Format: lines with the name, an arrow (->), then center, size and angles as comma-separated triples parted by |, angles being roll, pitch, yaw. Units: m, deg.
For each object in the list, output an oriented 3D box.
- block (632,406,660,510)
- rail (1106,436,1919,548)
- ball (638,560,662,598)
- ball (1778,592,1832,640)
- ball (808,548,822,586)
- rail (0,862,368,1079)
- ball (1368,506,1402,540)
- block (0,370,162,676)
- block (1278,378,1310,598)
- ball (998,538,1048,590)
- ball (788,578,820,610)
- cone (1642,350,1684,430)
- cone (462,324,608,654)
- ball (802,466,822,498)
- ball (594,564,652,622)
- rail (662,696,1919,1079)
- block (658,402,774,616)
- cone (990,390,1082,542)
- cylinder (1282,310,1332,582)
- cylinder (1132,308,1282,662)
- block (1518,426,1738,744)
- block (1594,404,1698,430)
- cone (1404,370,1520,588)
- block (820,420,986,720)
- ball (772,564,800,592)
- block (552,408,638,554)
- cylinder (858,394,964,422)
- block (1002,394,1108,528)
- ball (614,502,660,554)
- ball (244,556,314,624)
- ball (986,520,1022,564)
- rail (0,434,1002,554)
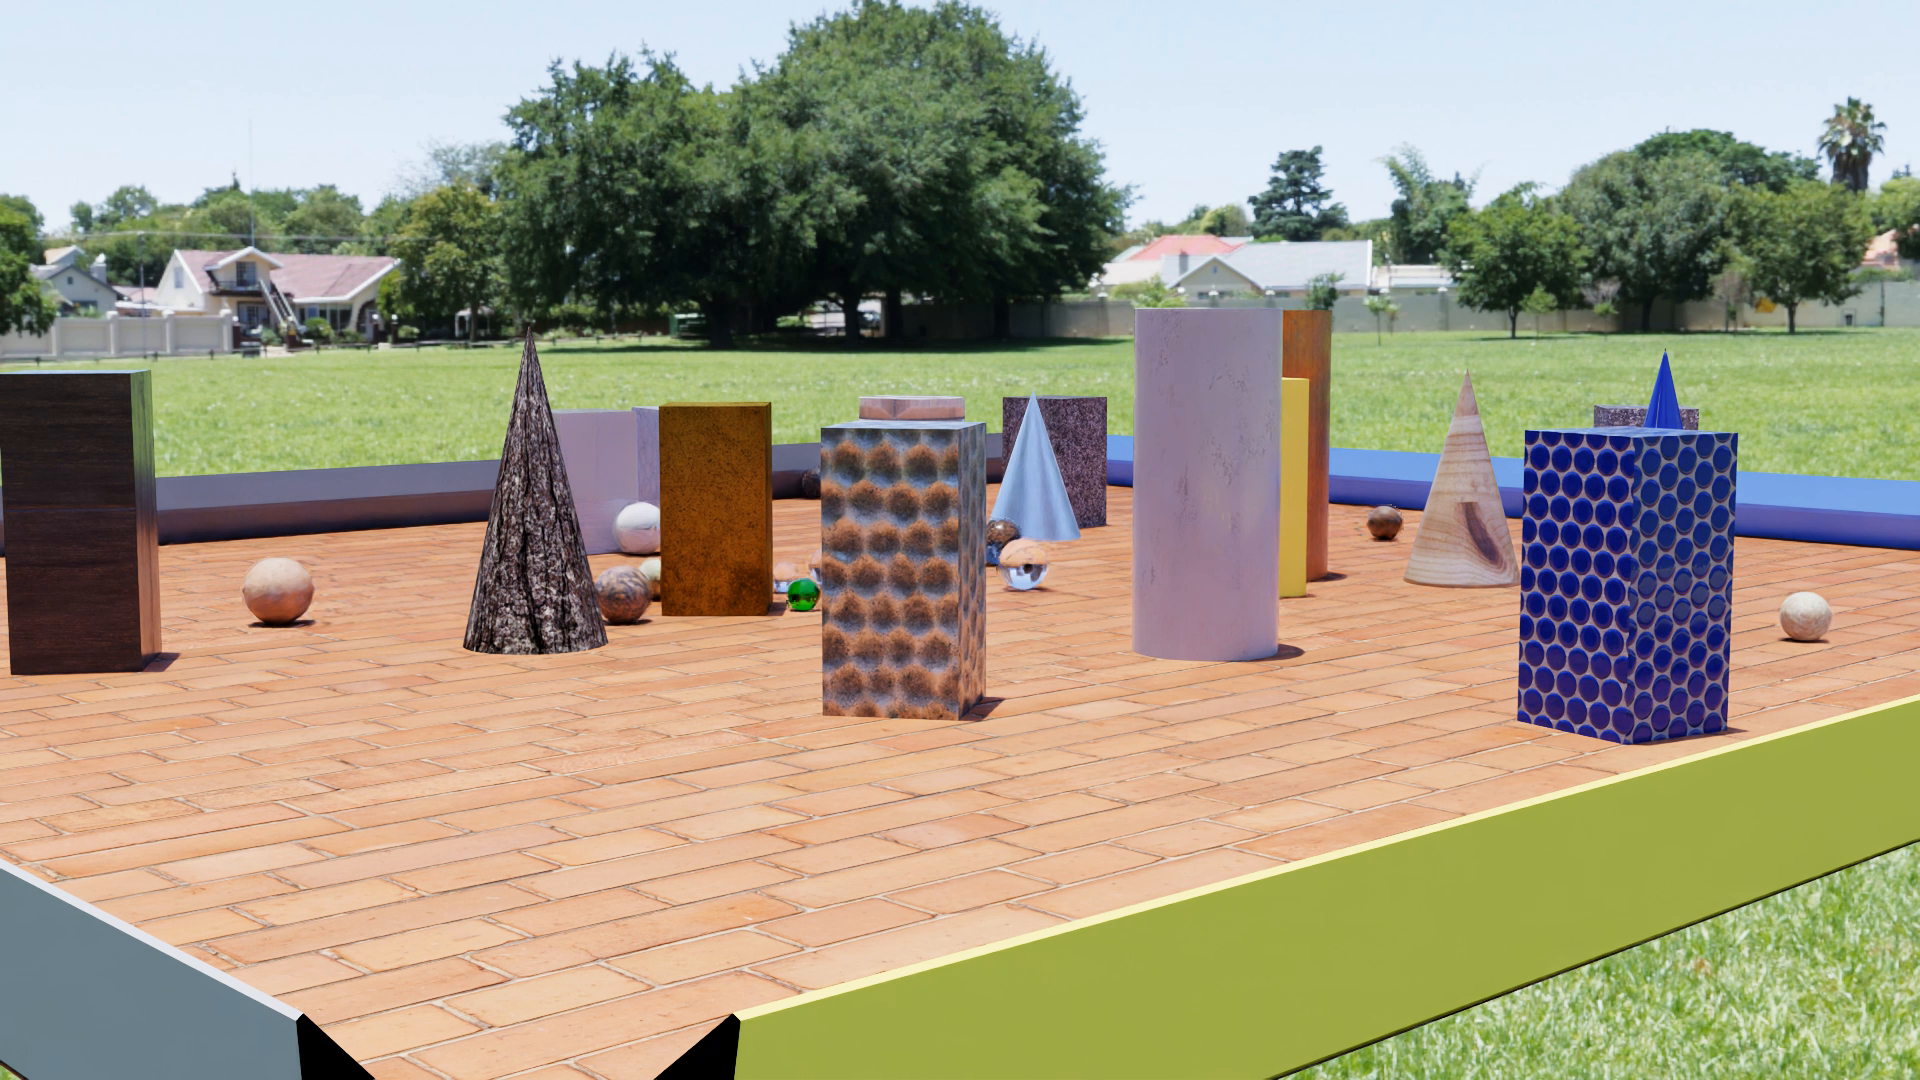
block -> -0.541, -0.133, 4.291 | 0.152, 0.252, 0.152 | -3, 7, -28
rail -> 1.311, -0.095, 4.535 | 0.045, 0.124, 3.303 | -6, 8, -42
ball -> -0.467, 0.060, 3.379 | 0.061, 0.061, 0.061 | 0, 6, 0
ball -> 1.134, 0.102, 2.951 | 0.066, 0.066, 0.066 | 0, 6, 0
ball -> -0.210, 0.043, 3.524 | 0.065, 0.065, 0.065 | 0, 6, 0
rail -> -1.311, 0.159, 2.129 | 0.045, 0.124, 3.303 | -6, 8, -42
ball -> 0.818, -0.033, 4.237 | 0.066, 0.066, 0.066 | 0, 6, 0
block -> -1.096, -0.027, 2.747 | 0.152, 0.366, 0.152 | -1, 6, -11
block -> 0.434, -0.084, 3.428 | 0.152, 0.336, 0.152 | -3, 7, -27
ball -> 0.100, 0.038, 3.490 | 0.081, 0.081, 0.081 | 0, 6, 0
ball -> -0.230, 0.080, 3.244 | 0.049, 0.049, 0.049 | 0, 6, 0
cone -> 0.980, -0.074, 3.076 | 0.190, 0.390, 0.190 | 0, 6, 0
cone -> -0.564, -0.074, 2.904 | 0.190, 0.426, 0.190 | 0, 6, 0
ball -> -0.333, -0.135, 5.160 | 0.075, 0.075, 0.075 | 0, 6, 0
ball -> -0.479, 0.076, 3.121 | 0.083, 0.083, 0.083 | 0, 6, 0
rail -> 1.104, 0.158, 2.143 | 3.616, 0.124, 0.045 | -6, 8, -42
block -> -0.358, -0.049, 3.250 | 0.152, 0.304, 0.152 | 0, 6, -1
cone -> 0.142, -0.149, 4.279 | 0.190, 0.288, 0.190 | 0, 6, 0
cylinder -> 0.518, -0.160, 3.653 | 0.190, 0.441, 0.190 | 0, 6, 0
cylinder -> 0.320, -0.077, 2.851 | 0.190, 0.444, 0.190 | 0, 6, 0
block -> 0.707, 0.042, 2.336 | 0.152, 0.315, 0.152 | -4, 7, -30
block -> 1.188, -0.095, 3.826 | 0.152, 0.274, 0.152 | 1, 6, 8
cone -> 0.821, -0.105, 3.575 | 0.190, 0.349, 0.190 | 0, 6, 0
block -> -0.060, 0.029, 2.453 | 0.152, 0.316, 0.152 | 1, 6, 12
ball -> -0.275, 0.059, 3.455 | 0.046, 0.046, 0.046 | 0, 6, 0
block -> -0.697, -0.109, 4.048 | 0.152, 0.257, 0.152 | -4, 7, -36
cylinder -> -0.086, -0.114, 3.954 | 0.190, 0.286, 0.190 | 0, 6, 0
block -> 0.194, -0.162, 4.514 | 0.152, 0.263, 0.152 | 5, 8, 41
ball -> -0.577, -0.021, 3.981 | 0.095, 0.095, 0.095 | 0, 6, 0
ball -> -0.962, 0.071, 3.105 | 0.095, 0.095, 0.095 | 0, 6, 0
ball -> 0.069, 0.004, 3.824 | 0.079, 0.079, 0.079 | 0, 6, 0
rail -> -1.104, -0.093, 4.522 | 3.616, 0.124, 0.045 | -6, 8, -42
